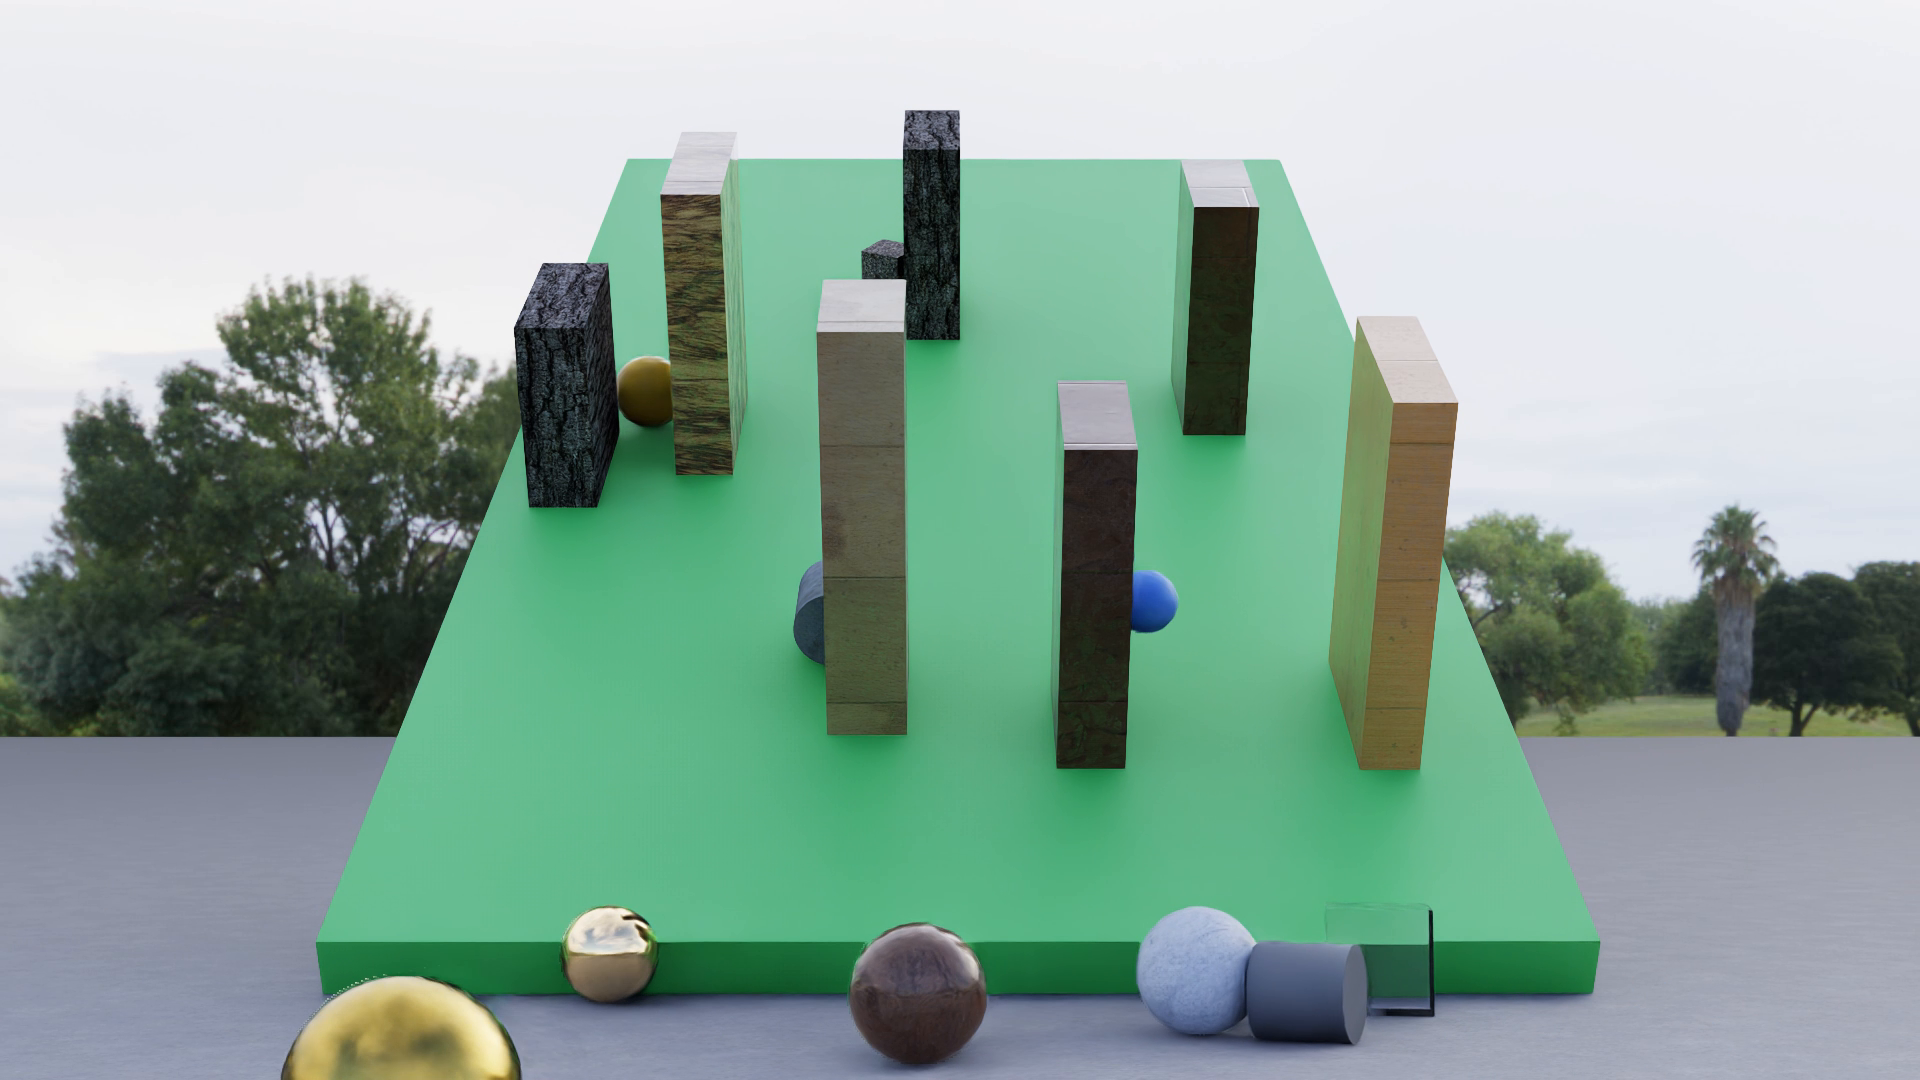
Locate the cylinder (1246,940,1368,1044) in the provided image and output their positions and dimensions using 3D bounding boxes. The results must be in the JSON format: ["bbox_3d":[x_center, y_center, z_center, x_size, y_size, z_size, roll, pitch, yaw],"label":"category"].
[{"bbox_3d":[0.464,0.604,3.162,0.130,0.130,0.130,-2,-5,24],"label":"cylinder"}]

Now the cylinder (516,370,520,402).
[{"bbox_3d":[-0.907,-0.385,5.459,0.207,0.207,0.207,-2,-4,-4],"label":"cylinder"}]

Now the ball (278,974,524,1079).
[{"bbox_3d":[-0.474,0.473,2.009,0.205,0.205,0.205,0,-5,0],"label":"ball"}]

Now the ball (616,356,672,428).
[{"bbox_3d":[-0.710,-0.340,5.417,0.164,0.164,0.164,0,-5,0],"label":"ball"}]

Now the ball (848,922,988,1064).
[{"bbox_3d":[-0.052,0.565,2.952,0.173,0.173,0.173,0,-5,0],"label":"ball"}]

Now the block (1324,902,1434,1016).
[{"bbox_3d":[0.621,0.621,3.514,0.152,0.152,0.152,-1,-5,7],"label":"block"}]

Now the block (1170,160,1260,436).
[{"bbox_3d":[0.581,-0.559,5.436,0.142,0.546,0.337,0,27,0],"label":"block"}]

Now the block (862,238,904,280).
[{"bbox_3d":[-0.184,-0.716,6.231,0.109,0.109,0.109,14,30,25],"label":"block"}]

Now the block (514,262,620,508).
[{"bbox_3d":[-0.849,-0.341,5.144,0.145,0.411,0.393,0,27,0],"label":"block"}]

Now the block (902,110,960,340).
[{"bbox_3d":[-0.070,-0.796,5.963,0.139,0.493,0.332,0,27,0],"label":"block"}]

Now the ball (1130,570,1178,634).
[{"bbox_3d":[0.342,0.113,4.342,0.117,0.117,0.117,0,-5,0],"label":"ball"}]

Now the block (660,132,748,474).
[{"bbox_3d":[-0.563,-0.531,5.263,0.125,0.644,0.443,0,27,0],"label":"block"}]

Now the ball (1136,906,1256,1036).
[{"bbox_3d":[0.327,0.588,3.229,0.173,0.173,0.173,0,-5,0],"label":"ball"}]

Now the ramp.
[{"bbox_3d":[-0.010,-0.227,5.491,2.000,0.100,4.000,0,27,0],"label":"ramp"}]

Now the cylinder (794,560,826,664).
[{"bbox_3d":[-0.235,0.135,4.486,0.153,0.153,0.153,0,27,0],"label":"cylinder"}]

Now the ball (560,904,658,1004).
[{"bbox_3d":[-0.533,0.630,3.603,0.148,0.148,0.148,0,-5,0],"label":"ball"}]

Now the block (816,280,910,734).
[{"bbox_3d":[-0.166,-0.052,4.169,0.143,0.772,0.246,0,27,0],"label":"block"}]

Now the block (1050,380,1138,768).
[{"bbox_3d":[0.229,0.061,4.125,0.120,0.612,0.290,0,27,0],"label":"block"}]

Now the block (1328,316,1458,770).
[{"bbox_3d":[0.751,0.003,4.147,0.105,0.697,0.385,0,27,0],"label":"block"}]
